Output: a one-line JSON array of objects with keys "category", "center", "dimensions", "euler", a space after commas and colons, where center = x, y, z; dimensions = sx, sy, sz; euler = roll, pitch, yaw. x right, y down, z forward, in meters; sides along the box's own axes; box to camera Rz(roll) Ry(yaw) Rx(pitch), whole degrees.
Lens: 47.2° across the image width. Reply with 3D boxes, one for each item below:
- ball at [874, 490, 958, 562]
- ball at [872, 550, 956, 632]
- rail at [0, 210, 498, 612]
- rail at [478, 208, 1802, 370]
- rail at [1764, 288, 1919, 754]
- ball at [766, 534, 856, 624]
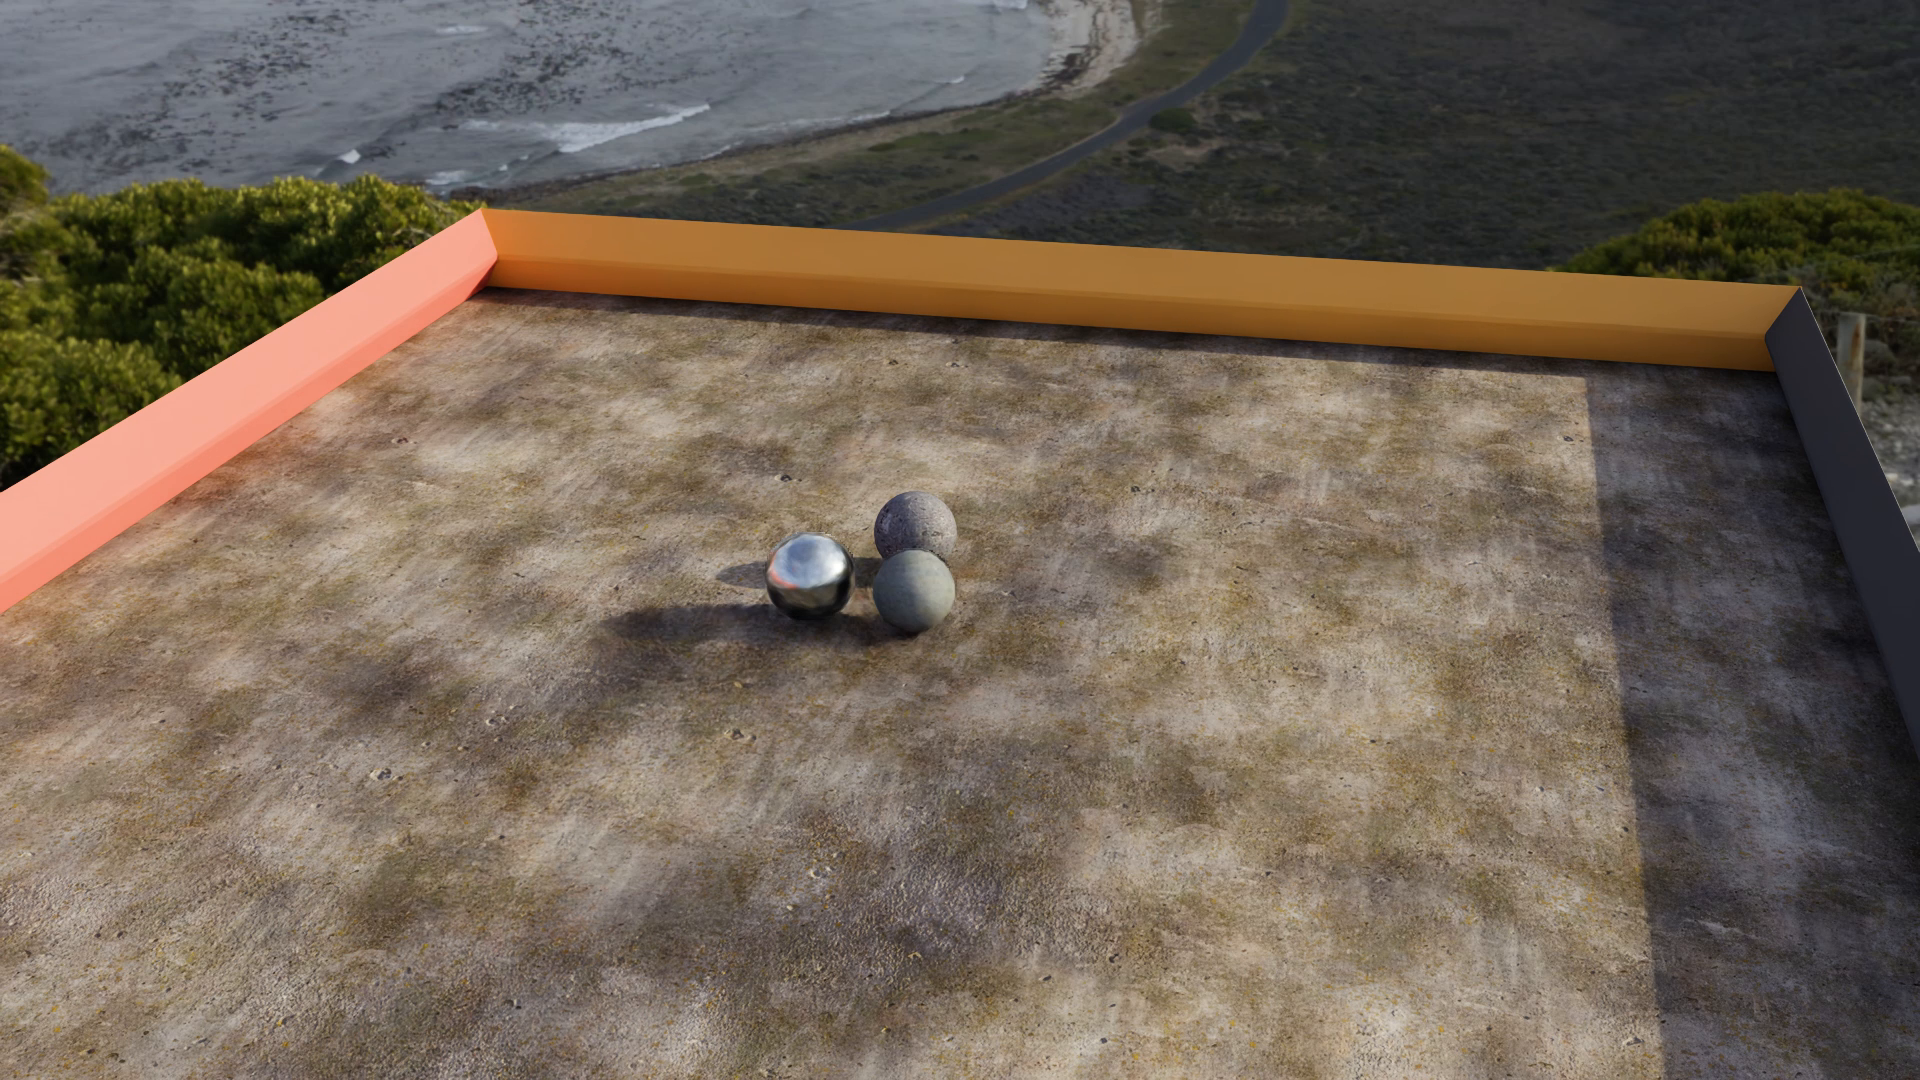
[{"category": "ball", "center": [-0.050, -0.008, 2.479], "dimensions": [0.094, 0.094, 0.094], "euler": [0, 23, 0]}, {"category": "ball", "center": [-0.049, 0.054, 2.339], "dimensions": [0.088, 0.088, 0.088], "euler": [0, 23, 0]}, {"category": "rail", "center": [-1.162, 0.267, 1.787], "dimensions": [0.045, 0.126, 3.852], "euler": [5, 24, 12]}, {"category": "rail", "center": [0.205, -0.375, 3.300], "dimensions": [1.998, 0.126, 0.045], "euler": [5, 24, 12]}, {"category": "rail", "center": [0.741, 0.434, 1.395], "dimensions": [0.045, 0.126, 3.852], "euler": [5, 24, 12]}, {"category": "ball", "center": [-0.160, 0.041, 2.359], "dimensions": [0.097, 0.097, 0.097], "euler": [0, 23, 0]}]
